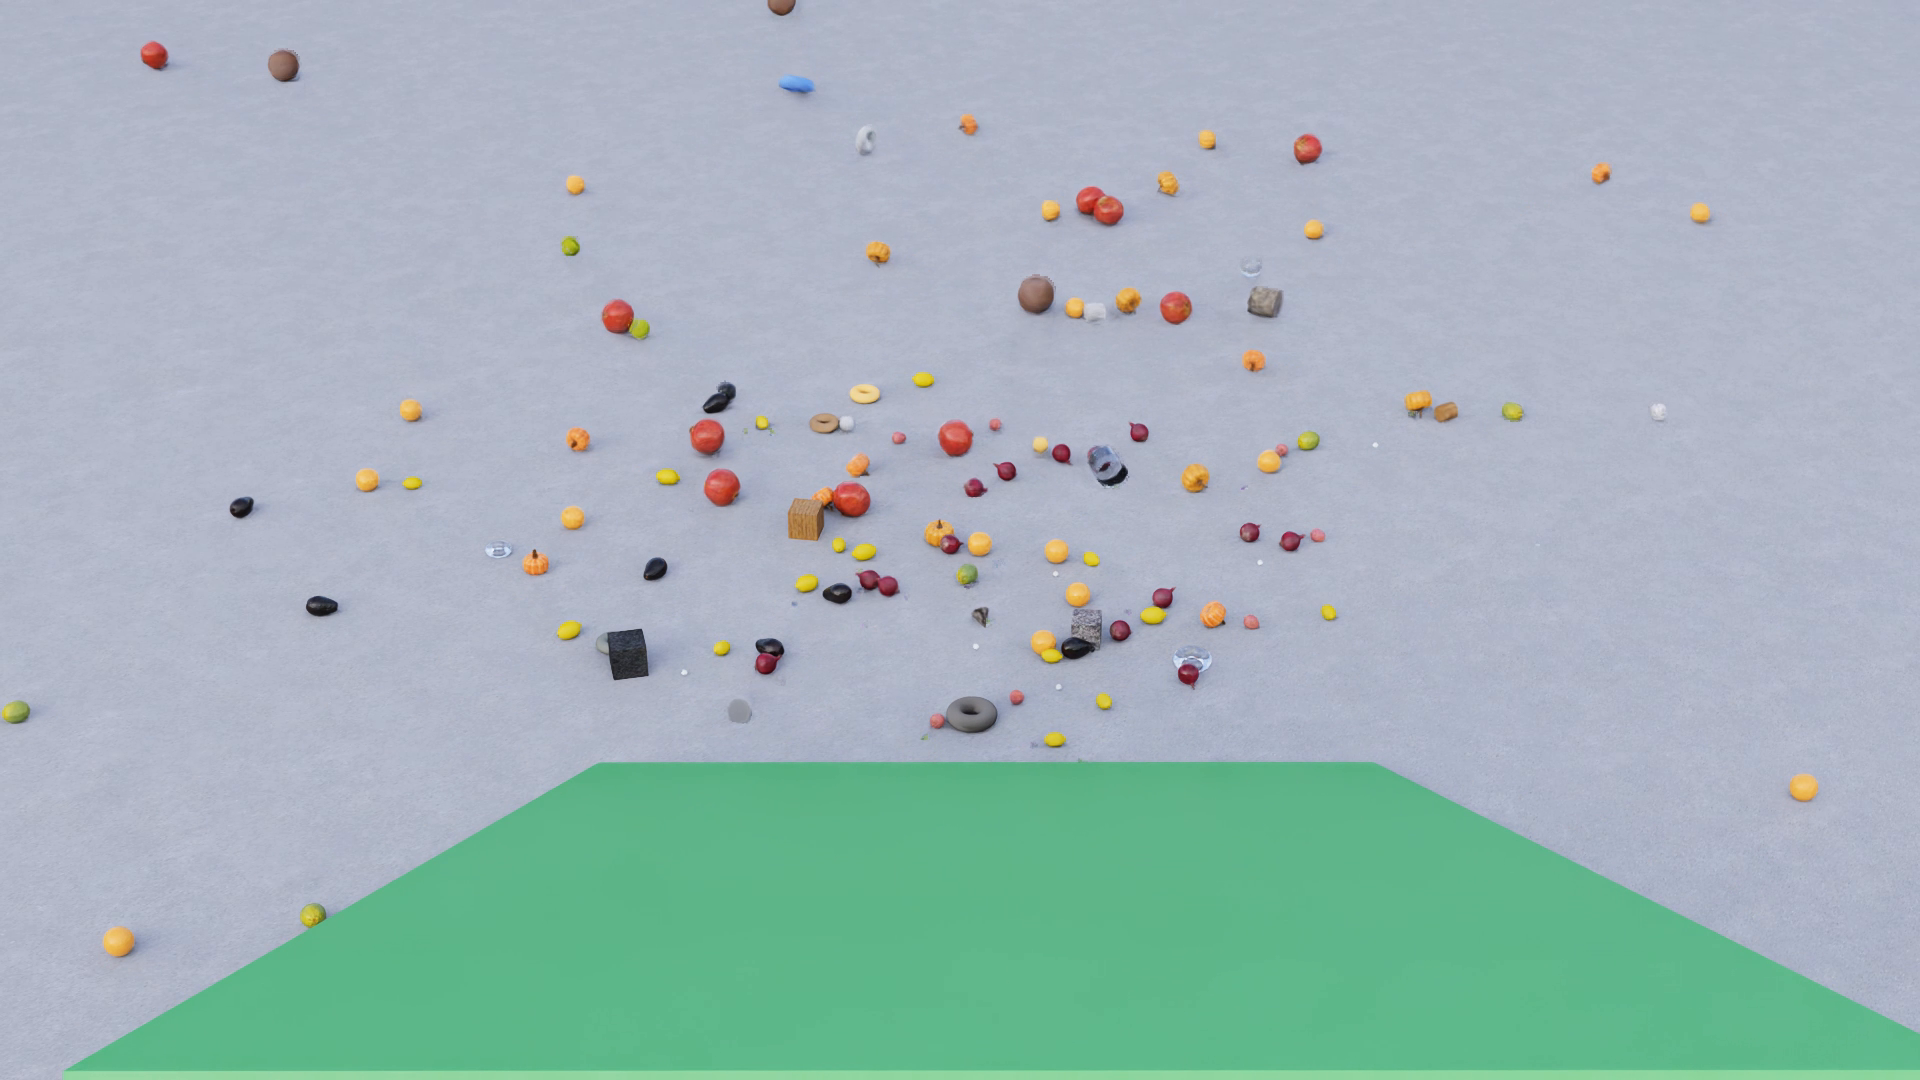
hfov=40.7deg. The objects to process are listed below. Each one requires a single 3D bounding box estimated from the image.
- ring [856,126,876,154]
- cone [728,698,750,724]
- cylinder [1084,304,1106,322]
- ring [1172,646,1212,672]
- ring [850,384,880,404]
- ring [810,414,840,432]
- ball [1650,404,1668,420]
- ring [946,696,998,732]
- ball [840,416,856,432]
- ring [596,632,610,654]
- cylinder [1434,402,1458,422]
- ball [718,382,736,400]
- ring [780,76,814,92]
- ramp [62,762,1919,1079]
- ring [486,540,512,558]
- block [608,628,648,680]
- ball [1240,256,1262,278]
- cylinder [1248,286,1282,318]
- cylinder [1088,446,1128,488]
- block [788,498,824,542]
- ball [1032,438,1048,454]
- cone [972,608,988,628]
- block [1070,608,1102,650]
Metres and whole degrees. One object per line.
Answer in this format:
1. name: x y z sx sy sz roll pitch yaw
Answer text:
1. ring: -0.378 -1.604 10.381 0.037 0.111 0.111 20 36 30
2. cone: -0.586 0.459 7.012 0.067 0.067 0.067 11 6 18
3. cylinder: 0.471 -0.798 9.081 0.060 0.060 0.060 -8 32 -14
4. ring: 0.648 0.332 7.219 0.108 0.036 0.108 0 32 0
5. ring: -0.315 -0.485 8.585 0.101 0.034 0.101 1 31 -1
6. ring: -0.441 -0.380 8.411 0.098 0.033 0.098 0 32 0
7. ball: 2.280 -0.418 8.450 0.057 0.057 0.057 0 31 0
8. ring: 0.032 0.470 6.979 0.139 0.046 0.139 -1 30 0
9. ball: -0.363 -0.376 8.386 0.051 0.051 0.051 0 31 0
10. ring: -0.978 0.290 7.293 0.097 0.032 0.097 1 30 -1
11. cylinder: 1.587 -0.418 8.452 0.054 0.054 0.054 -18 35 -27
12. ball: -0.770 -0.491 8.568 0.060 0.060 0.060 0 31 0
13. ring: -0.690 -1.922 10.923 0.145 0.048 0.145 7 1 0
14. ramp: 0.069 0.612 4.684 2.000 0.100 4.000 0 0 0
15. ring: -1.378 0.027 7.737 0.080 0.027 0.080 1 30 -1
16. block: -0.921 0.317 7.184 0.097 0.097 0.097 -7 32 -11
17. ball: 1.054 -0.989 9.386 0.075 0.075 0.075 0 31 0
18. cylinder: 1.074 -0.837 9.115 0.093 0.093 0.093 14 34 22
19. cylinder: 0.462 -0.228 8.095 0.096 0.096 0.096 -8 33 -13
20. block: -0.465 -0.062 7.824 0.090 0.090 0.090 5 31 9
21. ball: 0.257 -0.301 8.261 0.051 0.051 0.051 0 31 0
22. cone: 0.065 0.228 7.403 0.053 0.053 0.053 -10 59 -16
23. block: 0.357 0.252 7.306 0.082 0.082 0.082 3 31 5
